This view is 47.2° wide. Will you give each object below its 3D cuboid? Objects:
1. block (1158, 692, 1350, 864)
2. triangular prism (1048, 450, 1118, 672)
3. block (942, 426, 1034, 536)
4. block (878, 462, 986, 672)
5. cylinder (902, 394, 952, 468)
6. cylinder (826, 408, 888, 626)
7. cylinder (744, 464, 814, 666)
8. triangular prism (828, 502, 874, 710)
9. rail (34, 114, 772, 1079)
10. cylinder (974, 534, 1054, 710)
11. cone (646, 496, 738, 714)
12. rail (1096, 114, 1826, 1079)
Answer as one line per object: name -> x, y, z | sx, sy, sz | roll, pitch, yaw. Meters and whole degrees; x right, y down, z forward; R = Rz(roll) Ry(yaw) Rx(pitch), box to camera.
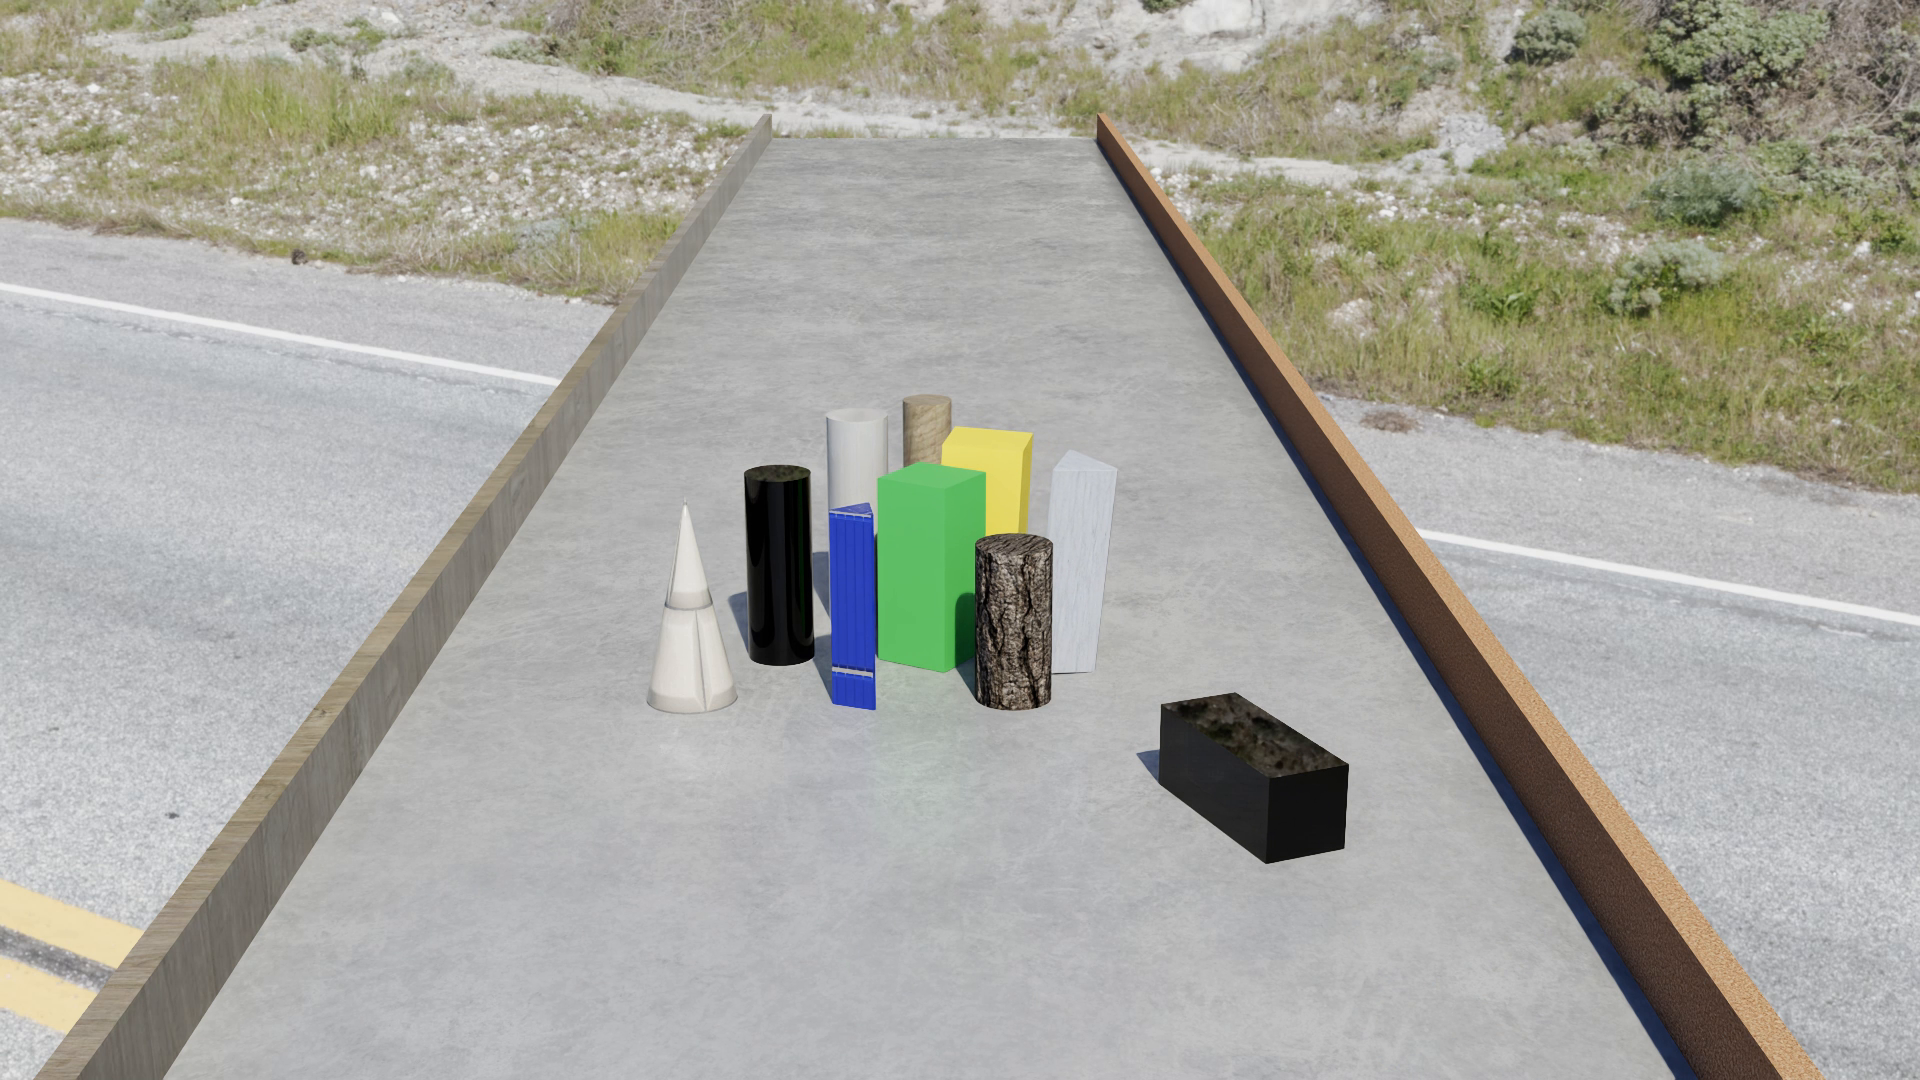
block -> 0.482, 0.390, 3.658 | 0.147, 0.147, 0.357 | -7, 18, -22
triangular prism -> 0.210, 0.042, 4.306 | 0.127, 0.427, 0.110 | -1, 23, -14
block -> 0.048, -0.017, 4.566 | 0.164, 0.399, 0.164 | 5, 17, 8
block -> -0.056, 0.052, 4.392 | 0.156, 0.375, 0.156 | 10, 19, 30
cylinder -> -0.072, -0.106, 4.852 | 0.107, 0.417, 0.107 | 0, 17, 0
cylinder -> -0.213, -0.047, 4.610 | 0.128, 0.442, 0.128 | 0, 17, 0
cylinder -> -0.360, 0.050, 4.391 | 0.133, 0.380, 0.133 | 0, 17, 0
triangular prism -> -0.187, 0.123, 4.143 | 0.089, 0.382, 0.077 | 7, 18, 22
rail -> -1.118, -0.838, 7.780 | 0.050, 0.150, 12.000 | 0, 17, -1
cylinder -> 0.102, 0.154, 4.171 | 0.147, 0.306, 0.147 | 0, 17, 0
cone -> -0.512, 0.110, 4.151 | 0.173, 0.402, 0.173 | 0, 17, 0
rail -> 0.932, -0.844, 7.801 | 0.050, 0.150, 12.000 | 0, 17, -1
